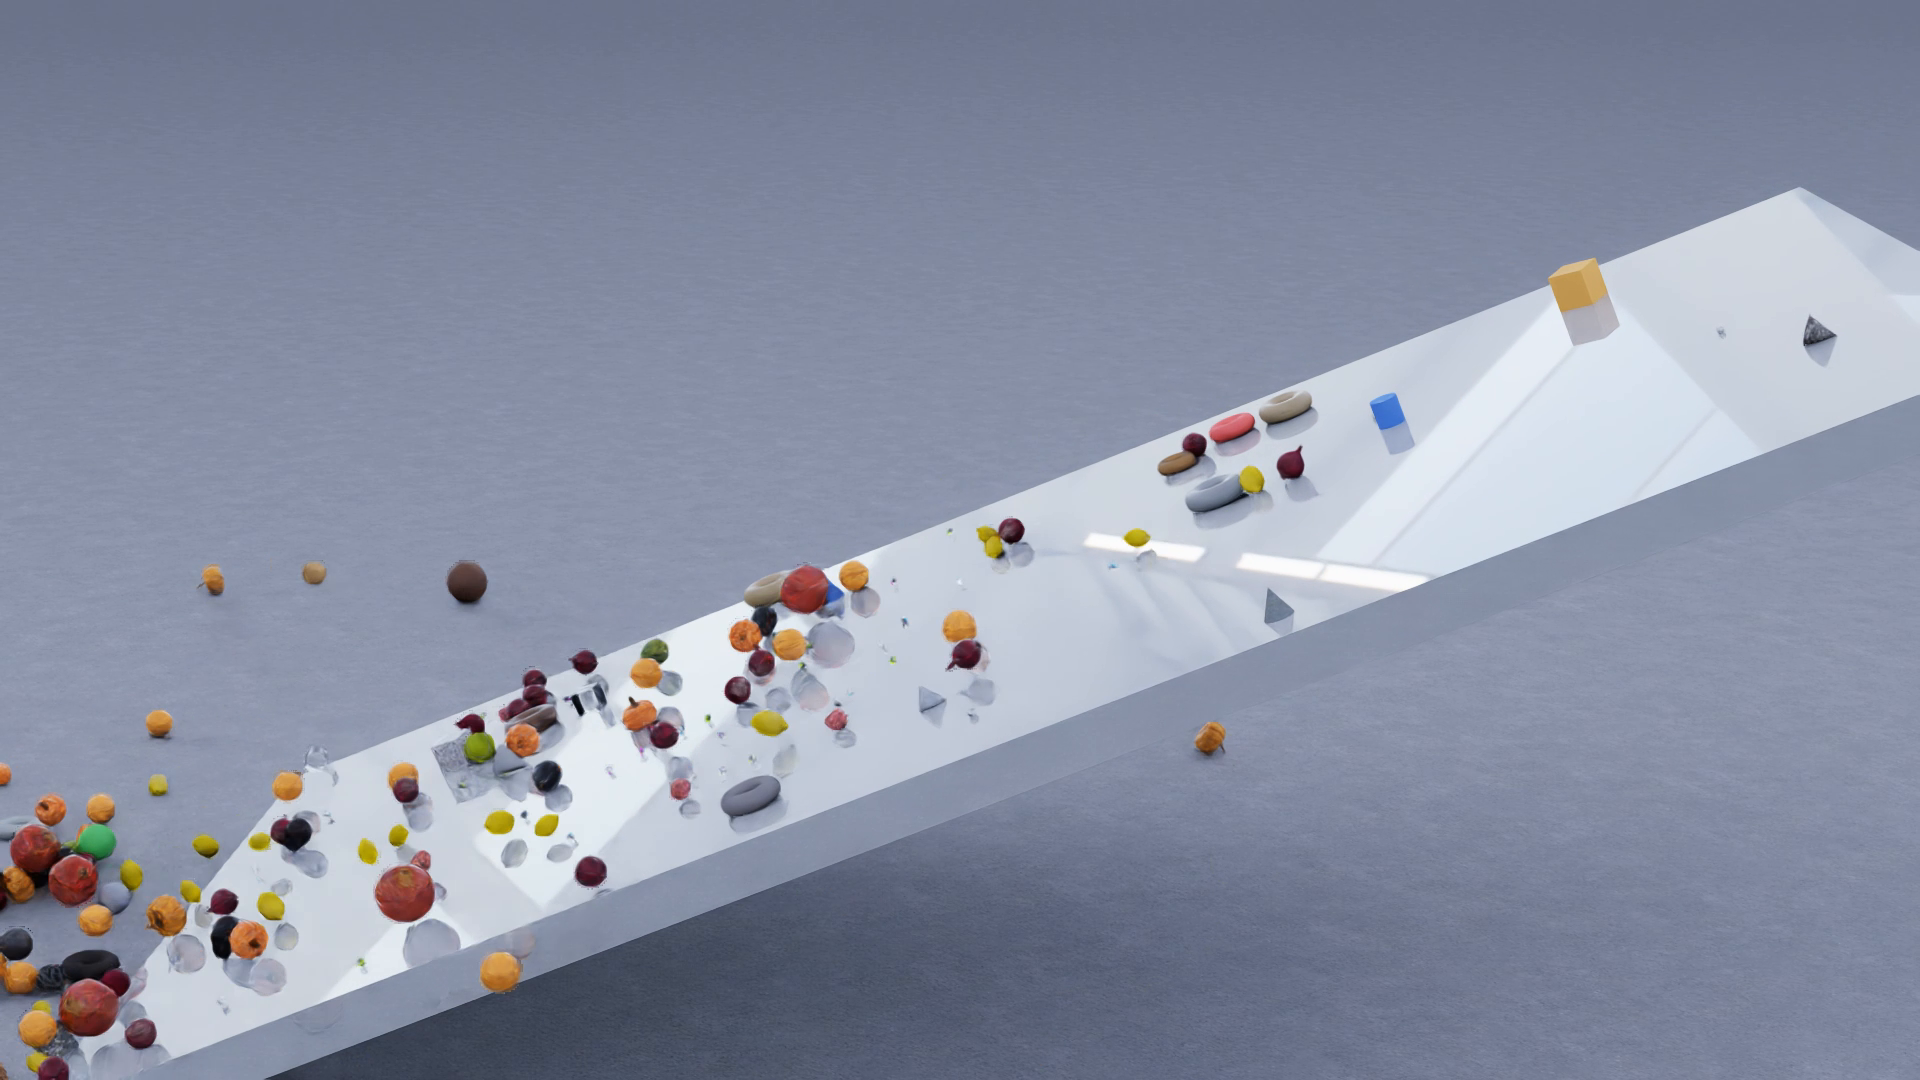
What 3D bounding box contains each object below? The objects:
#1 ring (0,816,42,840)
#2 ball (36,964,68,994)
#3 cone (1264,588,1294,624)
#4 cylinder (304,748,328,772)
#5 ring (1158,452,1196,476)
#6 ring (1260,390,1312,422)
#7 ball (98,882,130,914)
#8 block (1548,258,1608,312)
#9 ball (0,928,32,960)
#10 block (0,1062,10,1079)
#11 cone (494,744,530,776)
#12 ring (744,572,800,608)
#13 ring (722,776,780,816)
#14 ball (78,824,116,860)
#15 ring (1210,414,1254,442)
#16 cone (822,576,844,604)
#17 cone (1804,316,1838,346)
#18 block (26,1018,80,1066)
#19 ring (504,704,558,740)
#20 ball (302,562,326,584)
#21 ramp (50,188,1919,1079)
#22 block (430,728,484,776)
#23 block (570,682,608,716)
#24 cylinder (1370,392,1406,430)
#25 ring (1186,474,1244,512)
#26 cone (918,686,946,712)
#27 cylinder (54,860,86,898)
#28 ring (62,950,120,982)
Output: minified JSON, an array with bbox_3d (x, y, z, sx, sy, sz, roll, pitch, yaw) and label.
[{"bbox_3d":[-2.353,0.720,7.356,0.114,0.038,0.114,-1,13,0],"label":"ring"},{"bbox_3d":[-1.970,0.953,6.379,0.065,0.065,0.065,0,14,0],"label":"ball"},{"bbox_3d":[0.571,0.112,5.359,0.059,0.059,0.059,-22,12,5],"label":"cone"},{"bbox_3d":[-1.634,0.557,7.464,0.054,0.054,0.054,-2,6,-8],"label":"cylinder"},{"bbox_3d":[0.501,-0.177,6.794,0.093,0.031,0.093,-21,13,5],"label":"ring"},{"bbox_3d":[0.761,-0.312,6.871,0.130,0.043,0.130,-21,13,5],"label":"ring"},{"bbox_3d":[-1.965,0.833,6.836,0.073,0.073,0.073,0,14,0],"label":"ball"},{"bbox_3d":[1.417,-0.585,6.745,0.085,0.085,0.085,-12,16,41],"label":"block"},{"bbox_3d":[-2.065,0.885,6.437,0.070,0.070,0.070,0,14,0],"label":"ball"},{"bbox_3d":[-1.933,1.080,5.842,0.059,0.059,0.059,-13,15,19],"label":"block"},{"bbox_3d":[-0.999,0.500,6.598,0.074,0.074,0.074,9,15,9],"label":"cone"},{"bbox_3d":[-0.460,0.121,7.222,0.148,0.049,0.148,-21,13,5],"label":"ring"},{"bbox_3d":[-0.397,0.484,5.572,0.120,0.040,0.120,-21,13,5],"label":"ring"},{"bbox_3d":[-2.094,0.734,7.139,0.089,0.089,0.089,0,14,0],"label":"ball"},{"bbox_3d":[0.638,-0.264,6.900,0.114,0.038,0.114,-23,11,5],"label":"ring"},{"bbox_3d":[-0.311,0.112,6.961,0.060,0.060,0.060,-22,12,5],"label":"cone"},{"bbox_3d":[1.656,-0.397,5.647,0.059,0.059,0.059,12,18,21],"label":"cone"},{"bbox_3d":[-1.810,1.001,5.870,0.065,0.065,0.065,-39,11,-25],"label":"block"},{"bbox_3d":[-1.008,0.428,6.911,0.134,0.045,0.134,-22,11,4],"label":"ring"},{"bbox_3d":[-2.130,0.109,9.703,0.077,0.077,0.077,0,14,0],"label":"ball"},{"bbox_3d":[0.126,0.173,6.289,4.000,0.100,2.000,-21,12,7],"label":"ramp"},{"bbox_3d":[-1.174,0.493,6.861,0.074,0.074,0.074,-18,13,21],"label":"block"},{"bbox_3d":[-0.867,0.372,6.872,0.053,0.053,0.053,-18,13,23],"label":"block"},{"bbox_3d":[0.928,-0.280,6.386,0.060,0.060,0.060,-22,12,5],"label":"cylinder"},{"bbox_3d":[0.551,-0.103,6.350,0.137,0.046,0.137,-23,11,5],"label":"ring"},{"bbox_3d":[-0.051,0.310,5.726,0.054,0.054,0.054,3,14,-7],"label":"cone"},{"bbox_3d":[-2.105,0.803,6.957,0.065,0.065,0.065,2,21,-1],"label":"cylinder"},{"bbox_3d":[-1.916,0.939,6.480,0.125,0.042,0.125,1,13,0],"label":"ring"}]
